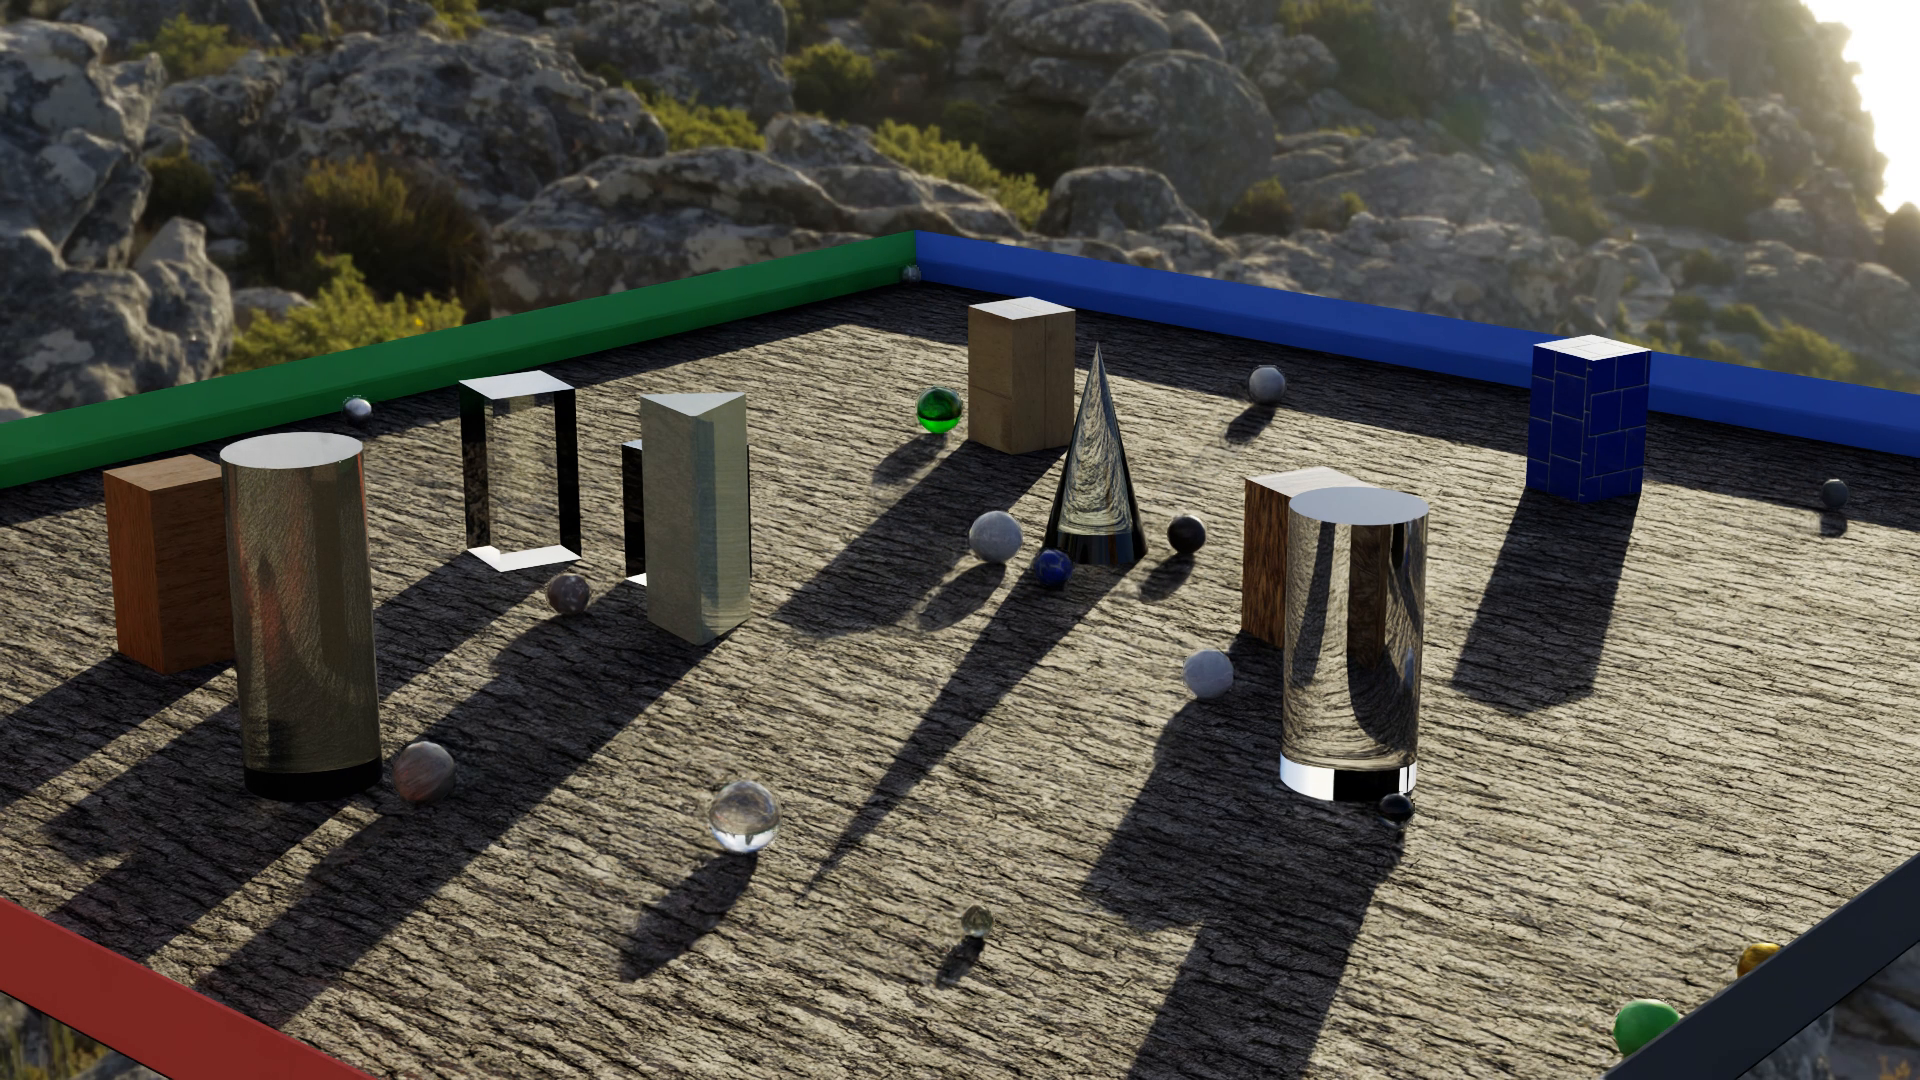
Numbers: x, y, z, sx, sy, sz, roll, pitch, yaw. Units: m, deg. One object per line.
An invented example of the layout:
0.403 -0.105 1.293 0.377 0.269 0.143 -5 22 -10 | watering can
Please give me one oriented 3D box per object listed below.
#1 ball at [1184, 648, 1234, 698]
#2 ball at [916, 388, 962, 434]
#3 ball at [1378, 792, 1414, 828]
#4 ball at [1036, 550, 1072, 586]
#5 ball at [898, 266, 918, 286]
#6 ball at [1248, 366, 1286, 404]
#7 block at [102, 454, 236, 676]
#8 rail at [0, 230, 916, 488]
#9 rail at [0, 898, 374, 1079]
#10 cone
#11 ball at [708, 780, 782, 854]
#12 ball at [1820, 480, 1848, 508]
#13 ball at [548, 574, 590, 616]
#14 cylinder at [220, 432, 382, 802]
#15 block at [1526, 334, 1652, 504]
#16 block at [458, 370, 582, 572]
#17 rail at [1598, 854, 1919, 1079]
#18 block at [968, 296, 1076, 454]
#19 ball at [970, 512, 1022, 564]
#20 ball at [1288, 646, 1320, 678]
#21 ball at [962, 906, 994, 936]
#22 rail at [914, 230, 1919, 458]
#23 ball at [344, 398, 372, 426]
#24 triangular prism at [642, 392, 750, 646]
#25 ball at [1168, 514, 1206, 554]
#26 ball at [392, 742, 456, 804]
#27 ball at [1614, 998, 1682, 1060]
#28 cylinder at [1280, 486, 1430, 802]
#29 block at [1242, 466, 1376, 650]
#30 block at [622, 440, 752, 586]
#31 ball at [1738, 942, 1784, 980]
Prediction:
0.393 0.210 4.621 0.078 0.078 0.078 0 17 0 | ball
-0.044 -0.273 6.195 0.096 0.096 0.096 0 17 0 | ball
0.610 0.379 4.108 0.051 0.051 0.051 0 17 0 | ball
0.166 0.049 5.177 0.066 0.066 0.066 0 17 0 | ball
-0.134 -0.688 7.648 0.052 0.052 0.052 0 17 0 | ball
0.675 -0.341 6.446 0.081 0.081 0.081 0 17 0 | ball
-1.278 0.038 4.794 0.159 0.309 0.159 -15 22 -40 | block
-1.400 -0.318 6.284 0.045 0.129 3.962 14 22 39 | rail
-1.283 0.459 3.705 3.755 0.129 0.045 14 22 39 | rail
0.248 -0.172 5.343 0.199 0.393 0.199 0 17 0 | cone
-0.295 0.380 4.021 0.099 0.099 0.099 0 17 0 | ball
1.689 -0.090 5.661 0.053 0.053 0.053 0 17 0 | ball
-0.670 0.093 5.021 0.072 0.072 0.072 0 17 0 | ball
-0.947 0.110 4.228 0.199 0.497 0.199 0 17 0 | cylinder
1.232 -0.239 5.753 0.159 0.285 0.159 -11 20 -33 | block
-0.798 -0.127 5.324 0.159 0.319 0.159 -10 19 -29 | block
1.400 0.383 3.956 0.045 0.129 3.962 14 22 39 | rail
0.127 -0.343 6.101 0.159 0.285 0.159 -11 20 -33 | block
0.064 -0.005 5.307 0.094 0.094 0.094 0 17 0 | ball
0.554 0.196 4.714 0.052 0.052 0.052 0 17 0 | ball
0.022 0.489 3.762 0.040 0.040 0.040 0 17 0 | ball
1.283 -0.394 6.535 3.755 0.129 0.045 14 22 39 | rail
-1.284 -0.272 6.250 0.061 0.061 0.061 0 17 0 | ball
-0.422 -0.045 4.923 0.149 0.394 0.172 -12 20 -34 | triangular prism
0.415 -0.011 5.367 0.071 0.071 0.071 0 17 0 | ball
-0.766 0.333 4.192 0.090 0.090 0.090 0 17 0 | ball
0.802 0.574 3.413 0.080 0.080 0.080 0 17 0 | ball
0.569 0.149 4.241 0.199 0.414 0.199 0 17 0 | cylinder
0.583 0.032 4.890 0.159 0.264 0.159 -9 19 -28 | block
-0.483 -0.050 5.189 0.159 0.249 0.159 -16 23 -42 | block
0.986 0.527 3.584 0.069 0.069 0.069 0 17 0 | ball
